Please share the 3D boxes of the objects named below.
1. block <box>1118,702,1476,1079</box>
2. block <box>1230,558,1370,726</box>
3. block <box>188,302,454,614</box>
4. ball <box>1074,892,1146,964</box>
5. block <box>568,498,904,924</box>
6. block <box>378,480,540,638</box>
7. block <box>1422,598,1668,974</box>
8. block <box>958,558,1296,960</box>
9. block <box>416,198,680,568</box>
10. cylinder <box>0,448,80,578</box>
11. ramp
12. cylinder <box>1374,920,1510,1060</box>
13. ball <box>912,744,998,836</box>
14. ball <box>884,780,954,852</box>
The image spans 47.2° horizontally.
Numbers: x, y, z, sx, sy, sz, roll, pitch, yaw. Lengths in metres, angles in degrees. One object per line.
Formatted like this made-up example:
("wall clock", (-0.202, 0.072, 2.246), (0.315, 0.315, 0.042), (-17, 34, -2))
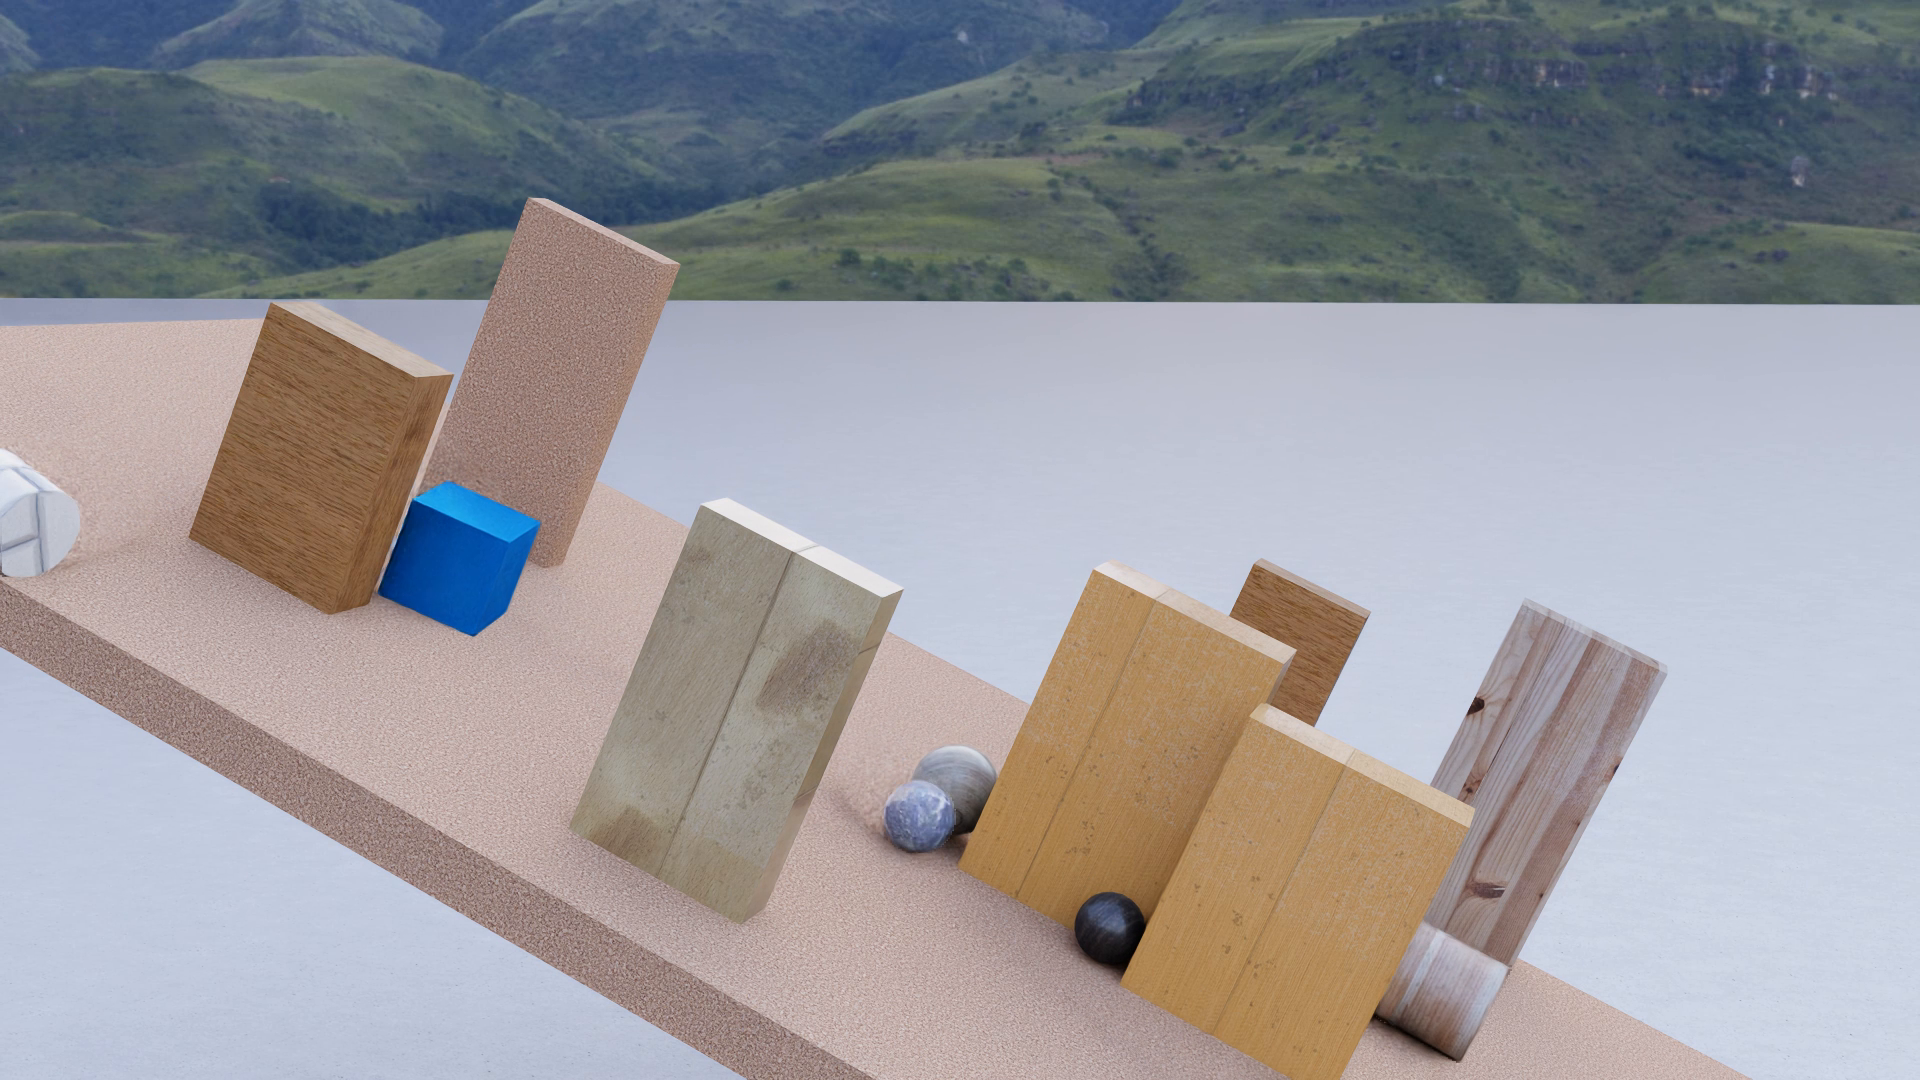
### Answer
("block", (0.570, 0.608, 3.738), (0.398, 0.529, 0.136), (27, 14, 13))
("block", (0.589, 0.371, 4.499), (0.247, 0.619, 0.092), (27, 14, 13))
("block", (-1.137, -0.149, 3.910), (0.310, 0.460, 0.129), (27, 14, 13))
("ball", (0.261, 0.675, 3.834), (0.123, 0.123, 0.123), (0, 7, 0))
("block", (-0.351, 0.264, 3.409), (0.319, 0.571, 0.102), (27, 14, 13))
("block", (-0.937, 0.033, 4.126), (0.195, 0.195, 0.195), (24, 13, 1))
("block", (1.187, 0.524, 4.690), (0.323, 0.729, 0.109), (27, 14, 13))
("block", (0.296, 0.393, 3.934), (0.368, 0.608, 0.149), (27, 14, 13))
("block", (-0.861, -0.325, 4.570), (0.330, 0.689, 0.082), (27, 14, 13))
("cylinder", (-1.520, -0.044, 3.512), (0.156, 0.156, 0.156), (30, 21, 27))
("ramp", (-0.276, 0.476, 4.177), (4.000, 0.100, 2.000), (27, 14, 13))
("cylinder", (0.893, 0.839, 4.120), (0.197, 0.197, 0.197), (28, 15, 16))
("ball", (-0.008, 0.465, 4.093), (0.168, 0.168, 0.168), (0, 7, 0))
("ball", (-0.075, 0.496, 3.951), (0.126, 0.126, 0.126), (0, 7, 0))
